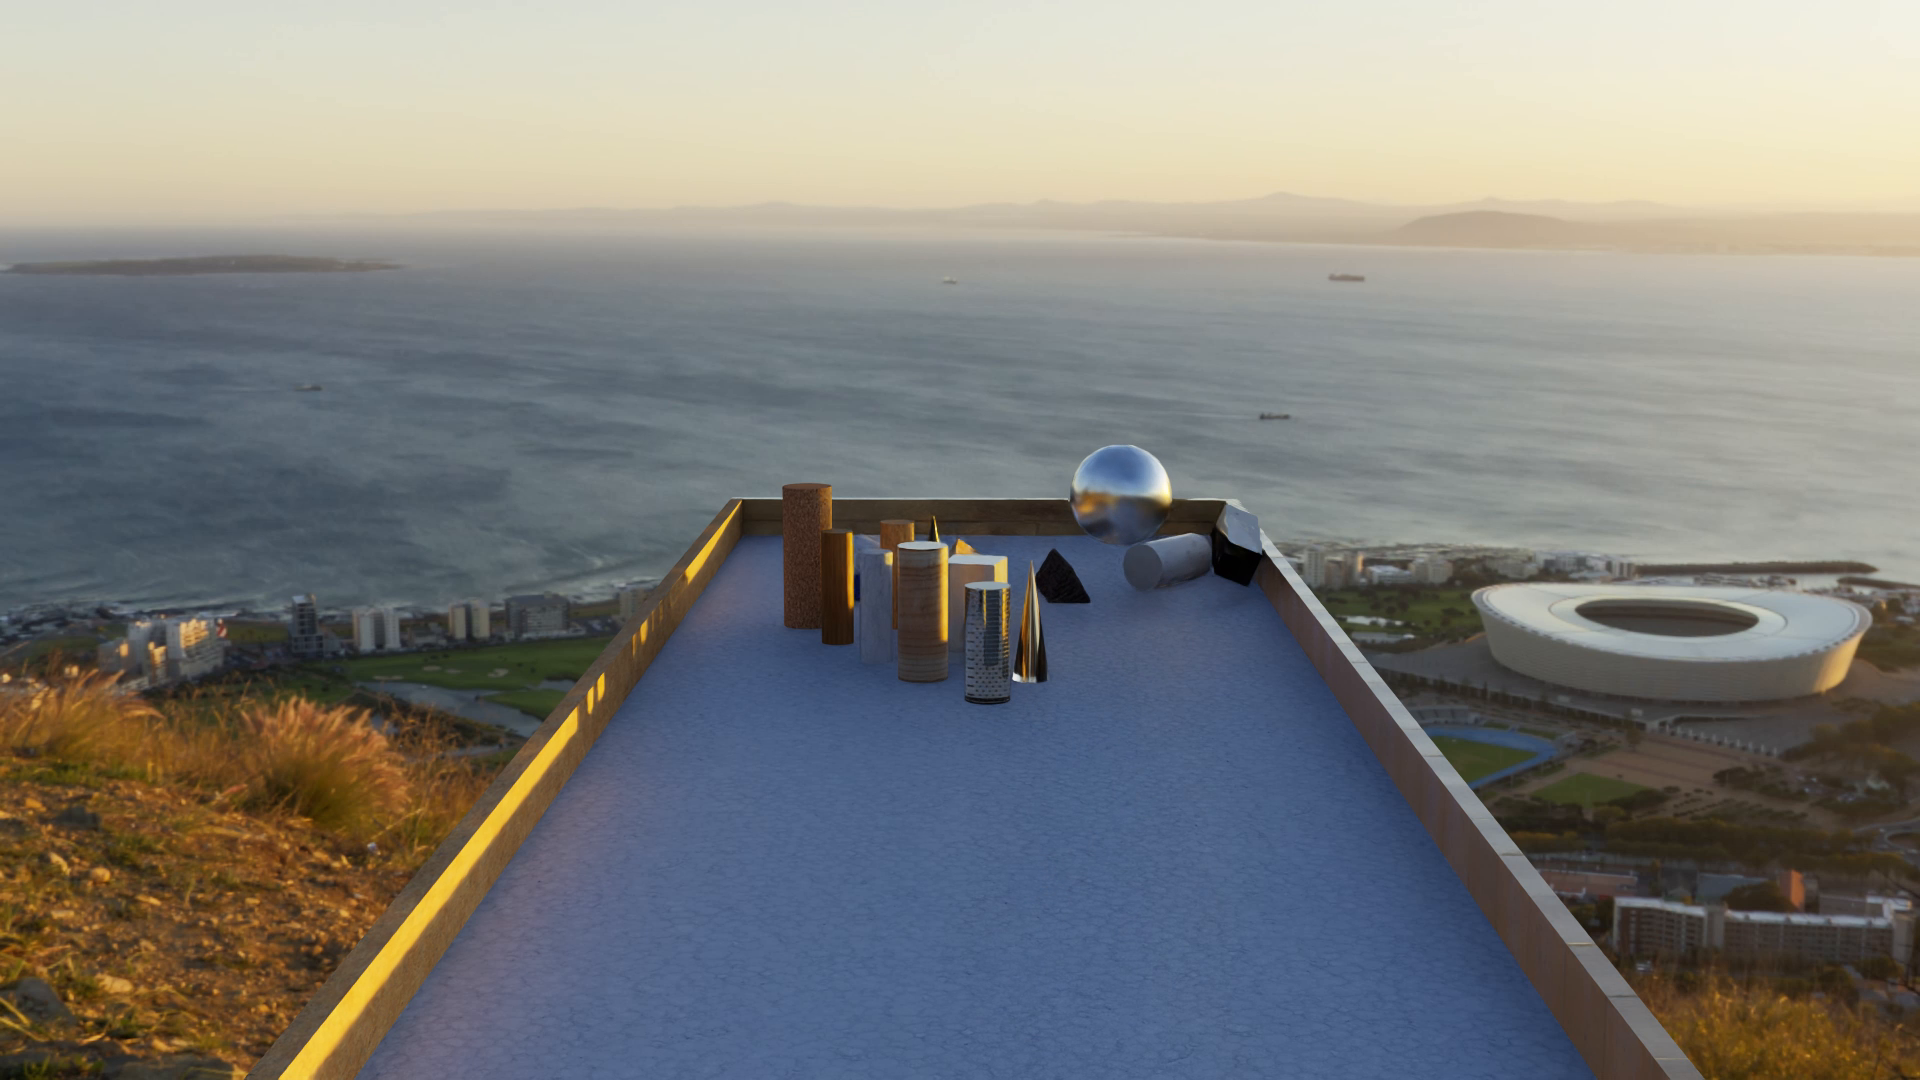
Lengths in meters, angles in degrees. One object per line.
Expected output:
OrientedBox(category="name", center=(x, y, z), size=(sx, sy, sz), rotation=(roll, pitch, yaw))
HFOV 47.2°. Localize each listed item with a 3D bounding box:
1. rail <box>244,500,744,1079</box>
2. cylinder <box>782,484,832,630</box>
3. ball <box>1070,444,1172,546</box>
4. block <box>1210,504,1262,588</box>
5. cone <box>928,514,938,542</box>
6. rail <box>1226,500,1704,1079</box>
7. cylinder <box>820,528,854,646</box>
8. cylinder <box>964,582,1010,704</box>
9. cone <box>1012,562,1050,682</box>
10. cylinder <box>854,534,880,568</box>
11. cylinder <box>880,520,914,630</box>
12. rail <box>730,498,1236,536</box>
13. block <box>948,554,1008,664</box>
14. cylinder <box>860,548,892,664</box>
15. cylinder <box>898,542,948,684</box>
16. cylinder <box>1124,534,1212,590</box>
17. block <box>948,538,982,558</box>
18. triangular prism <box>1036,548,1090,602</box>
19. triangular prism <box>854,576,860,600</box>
OrientedBox(category="rail", center=(-1.004, 0.839, 3.234), size=(0.050, 0.150, 12.000), rotation=(0, 9, 1))
OrientedBox(category="cylinder", center=(-0.500, 0.051, 7.217), size=(0.159, 0.460, 0.159), rotation=(0, 9, 0))
OrientedBox(category="ball", center=(0.576, -0.161, 7.887), size=(0.367, 0.367, 0.367), rotation=(0, 9, 0))
OrientedBox(category="block", center=(1.008, 0.016, 8.026), size=(0.132, 0.132, 0.429), rotation=(22, 20, -3))
OrientedBox(category="cone", center=(-0.084, 0.119, 6.915), size=(0.150, 0.421, 0.150), rotation=(0, 9, 0))
OrientedBox(category="rail", center=(1.046, 0.843, 3.208), size=(0.050, 0.150, 12.000), rotation=(0, 9, 1))
OrientedBox(category="cylinder", center=(-0.387, 0.148, 6.943), size=(0.101, 0.355, 0.101), rotation=(0, 9, 0))
OrientedBox(category="cylinder", center=(0.078, 0.287, 6.155), size=(0.128, 0.325, 0.128), rotation=(0, 9, 0))
OrientedBox(category="cone", center=(0.208, 0.228, 6.416), size=(0.109, 0.361, 0.109), rotation=(0, 9, 0))
OrientedBox(category="cylinder", center=(-0.230, 0.109, 7.618), size=(0.112, 0.112, 0.413), rotation=(-8, 28, -43))
OrientedBox(category="cylinder", center=(-0.204, 0.111, 7.202), size=(0.114, 0.346, 0.114), rotation=(0, 9, 0))
OrientedBox(category="rail", center=(0.099, -0.098, 9.147), size=(2.100, 0.150, 0.050), rotation=(0, 9, 1))
OrientedBox(category="block", center=(0.045, 0.210, 6.706), size=(0.164, 0.306, 0.164), rotation=(2, 9, 14))
OrientedBox(category="cylinder", center=(-0.255, 0.200, 6.673), size=(0.101, 0.336, 0.101), rotation=(0, 9, 0))
OrientedBox(category="cylinder", center=(-0.109, 0.210, 6.429), size=(0.148, 0.393, 0.148), rotation=(0, 9, 0))
OrientedBox(category="cylinder", center=(0.755, 0.078, 7.974), size=(0.170, 0.170, 0.327), rotation=(7, 12, 39))
OrientedBox(category="block", center=(0.003, 0.106, 7.838), size=(0.113, 0.113, 0.434), rotation=(34, 8, -4))
OrientedBox(category="triangular prism", center=(0.360, 0.122, 7.814), size=(0.147, 0.127, 0.397), rotation=(-1, 9, -6))
OrientedBox(category="triangular prism", center=(-0.313, 0.163, 7.712), size=(0.331, 0.080, 0.092), rotation=(1, 9, 5))
